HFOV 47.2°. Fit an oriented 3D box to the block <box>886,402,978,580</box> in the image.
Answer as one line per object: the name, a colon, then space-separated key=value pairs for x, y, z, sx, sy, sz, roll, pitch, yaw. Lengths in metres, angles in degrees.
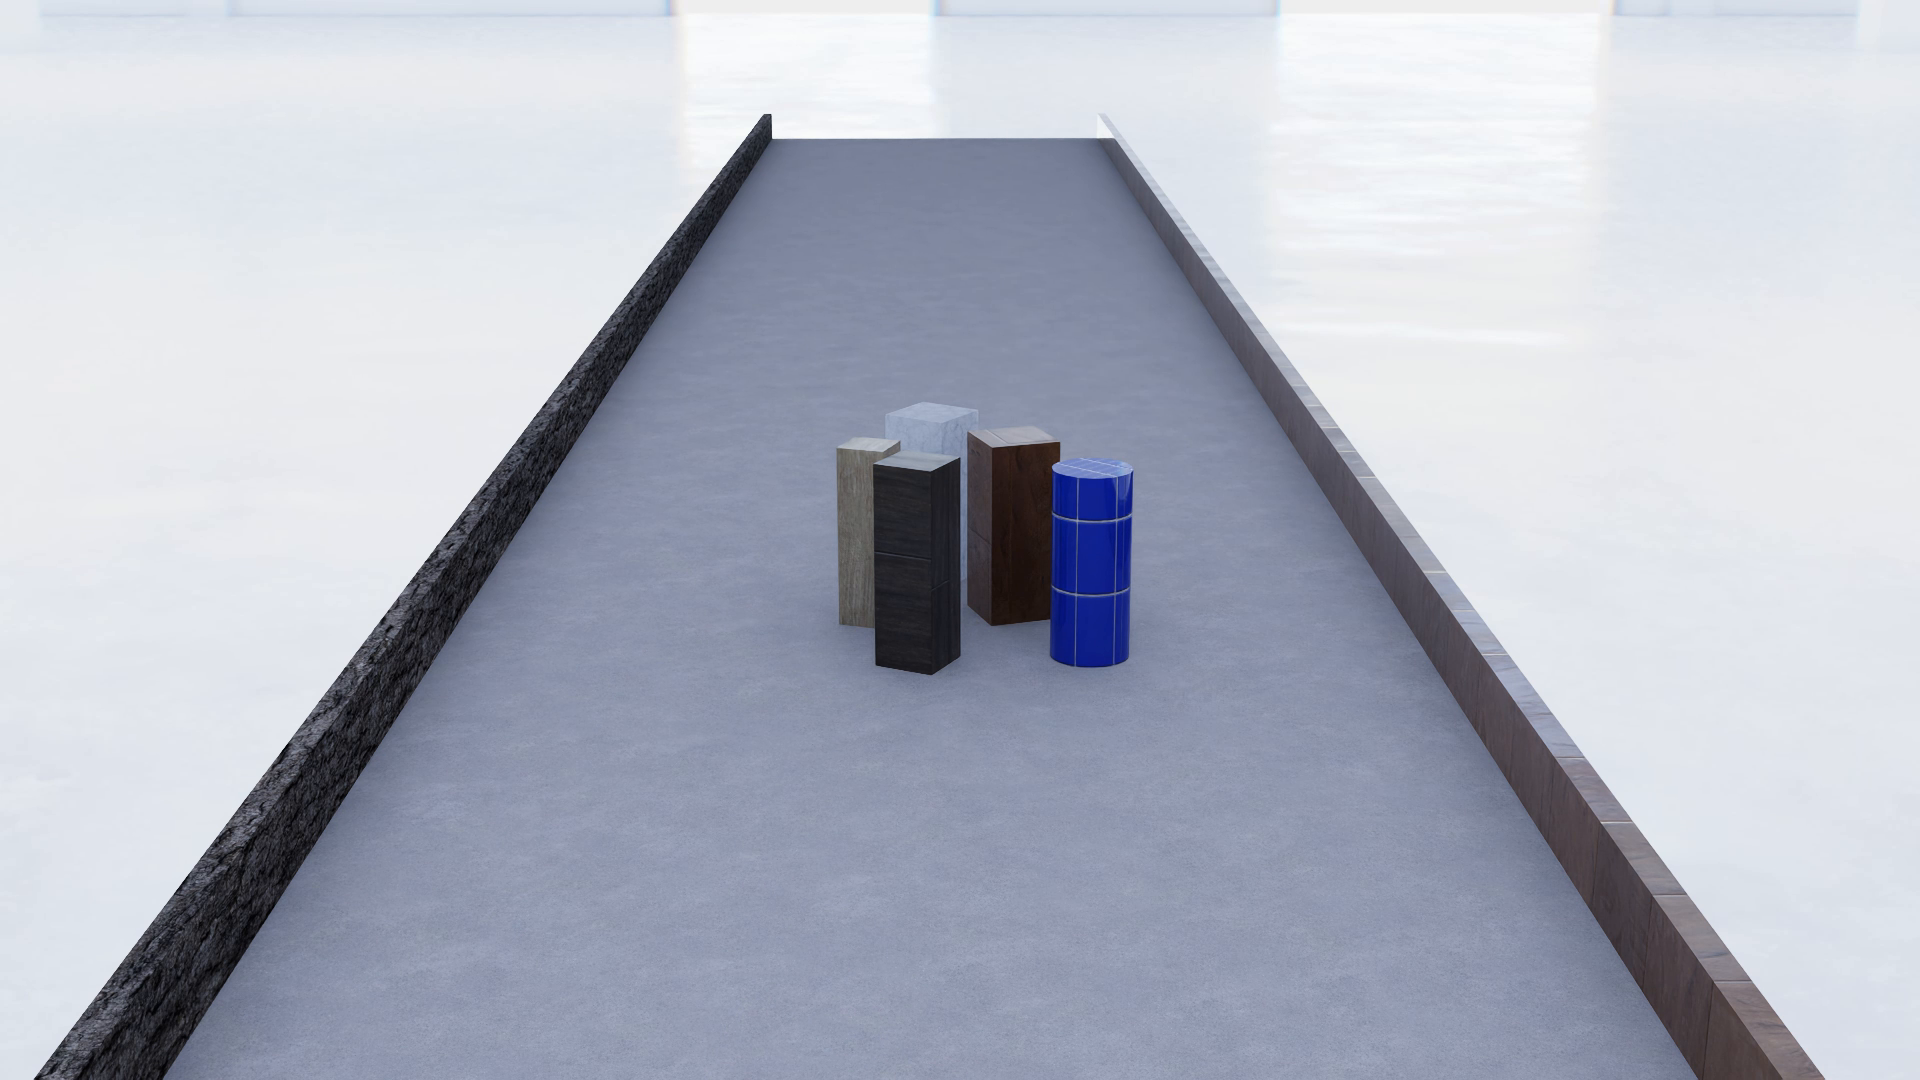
block: x=-0.062 y=-0.101 z=4.902 sx=0.148 sy=0.378 sz=0.148 roll=11 pitch=20 yaw=32

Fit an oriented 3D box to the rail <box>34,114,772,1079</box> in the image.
rail: x=-1.118 y=-0.838 z=7.780 sx=0.050 sy=0.150 sz=12.000 roll=0 pitch=17 yaw=-1

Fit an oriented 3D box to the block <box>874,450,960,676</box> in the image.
block: x=-0.084 y=0.043 z=4.352 sx=0.126 sy=0.415 sz=0.126 roll=8 pitch=18 yaw=26

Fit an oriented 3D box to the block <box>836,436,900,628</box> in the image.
block: x=-0.189 y=-0.015 z=4.605 sx=0.102 sy=0.383 sz=0.102 roll=6 pitch=17 yaw=18

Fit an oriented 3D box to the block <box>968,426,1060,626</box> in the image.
block: x=0.112 y=-0.032 z=4.655 sx=0.151 sy=0.387 sz=0.151 roll=-6 pitch=18 yaw=-19

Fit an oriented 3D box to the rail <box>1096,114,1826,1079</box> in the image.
rail: x=0.932 y=-0.844 z=7.801 sx=0.050 sy=0.150 sz=12.000 roll=0 pitch=17 yaw=-1

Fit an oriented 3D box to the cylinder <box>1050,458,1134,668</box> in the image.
cylinder: x=0.262 y=0.045 z=4.390 sx=0.161 sy=0.390 sz=0.161 roll=0 pitch=17 yaw=0
